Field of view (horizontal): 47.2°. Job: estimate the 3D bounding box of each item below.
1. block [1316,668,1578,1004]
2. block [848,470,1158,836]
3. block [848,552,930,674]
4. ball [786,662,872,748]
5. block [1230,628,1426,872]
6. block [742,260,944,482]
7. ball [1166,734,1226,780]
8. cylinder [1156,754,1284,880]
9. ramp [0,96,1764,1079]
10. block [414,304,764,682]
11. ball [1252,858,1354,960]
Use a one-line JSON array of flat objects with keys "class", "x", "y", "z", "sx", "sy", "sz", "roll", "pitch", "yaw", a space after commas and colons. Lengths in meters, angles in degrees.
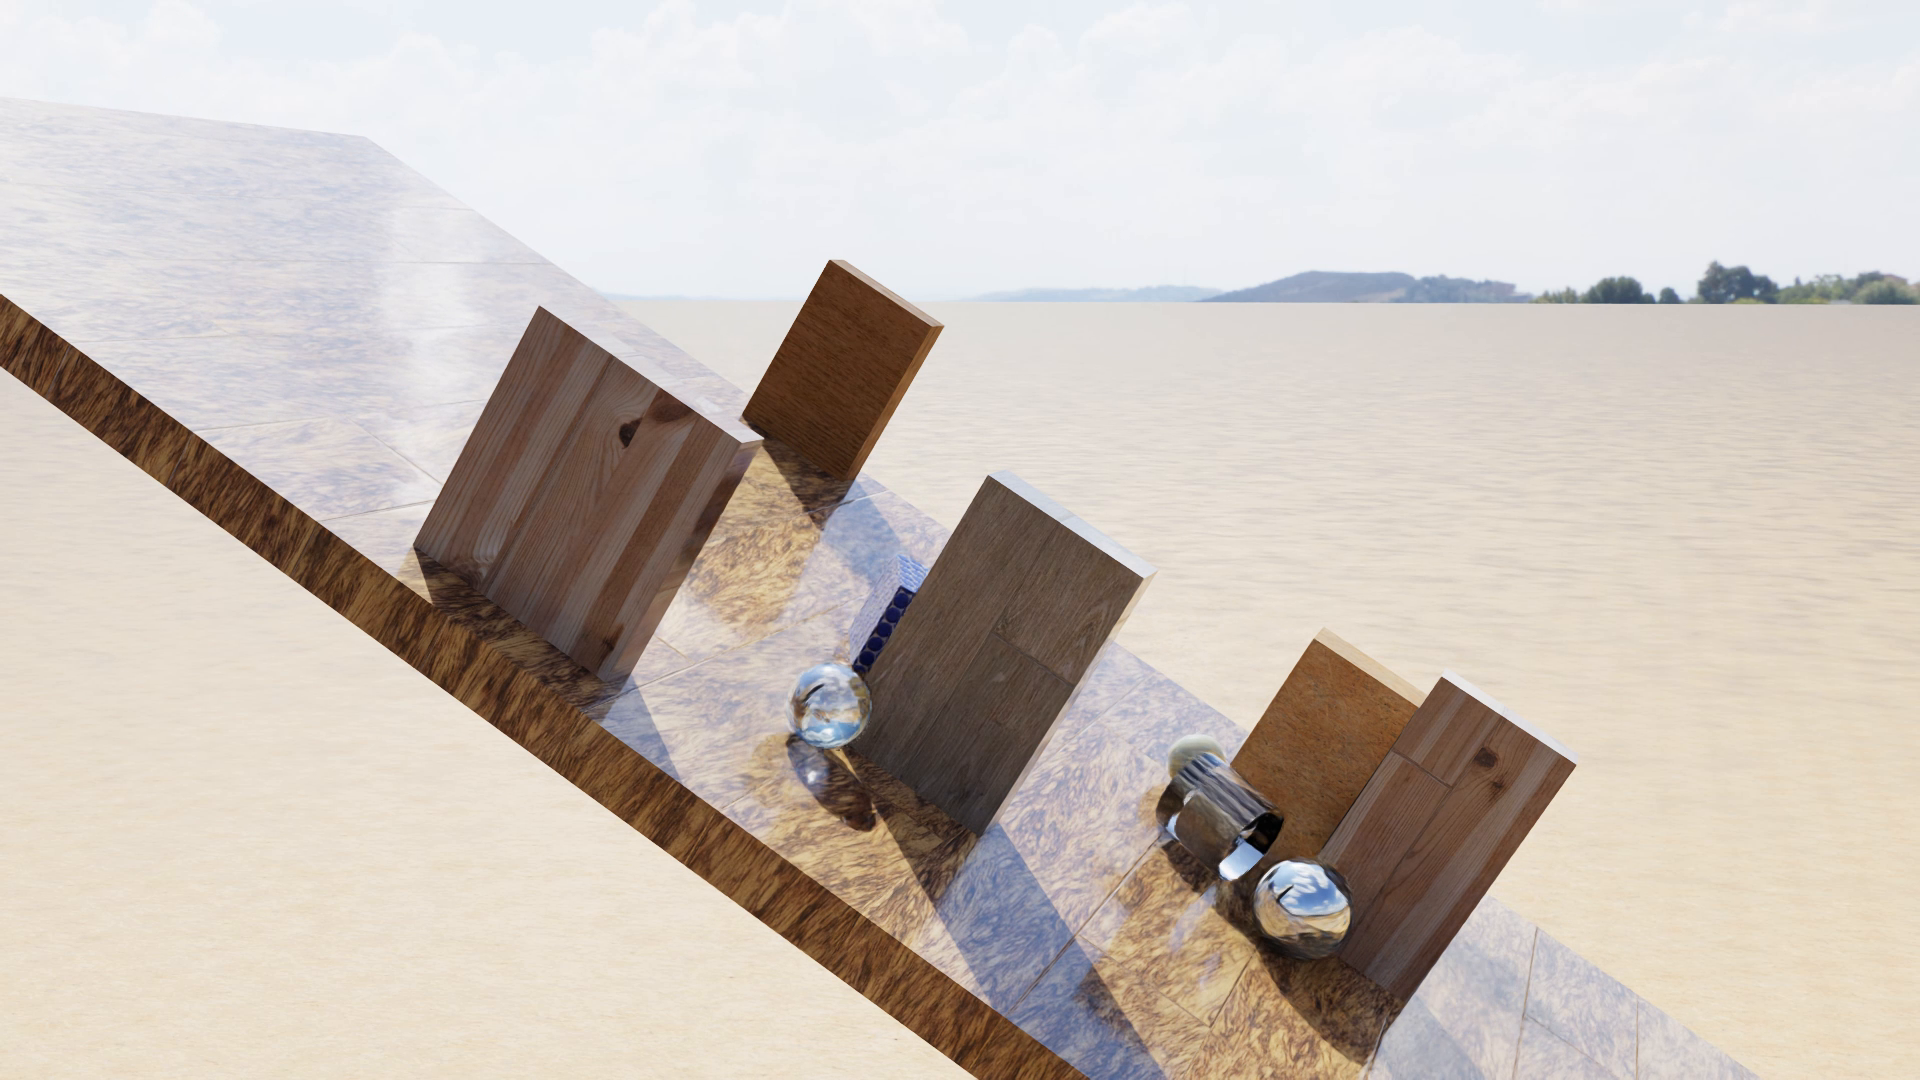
[{"class": "block", "x": 0.835, "y": 0.529, "z": 3.937, "sx": 0.274, "sy": 0.534, "sz": 0.090, "roll": 34, "pitch": 15, "yaw": 11}, {"class": "block", "x": 0.054, "y": 0.183, "z": 3.577, "sx": 0.299, "sy": 0.510, "sz": 0.107, "roll": 34, "pitch": 15, "yaw": 11}, {"class": "block", "x": -0.081, "y": 0.164, "z": 4.026, "sx": 0.178, "sy": 0.178, "sz": 0.178, "roll": 28, "pitch": 15, "yaw": -13}, {"class": "ball", "x": -0.210, "y": 0.265, "z": 3.520, "sx": 0.137, "sy": 0.137, "sz": 0.137, "roll": 0, "pitch": 7, "yaw": 0}, {"class": "block", "x": 0.675, "y": 0.422, "z": 4.181, "sx": 0.257, "sy": 0.428, "sz": 0.138, "roll": 34, "pitch": 15, "yaw": 11}, {"class": "block", "x": -0.266, "y": -0.384, "z": 4.984, "sx": 0.283, "sy": 0.412, "sz": 0.095, "roll": 34, "pitch": 15, "yaw": 11}, {"class": "ball", "x": 0.465, "y": 0.438, "z": 4.315, "sx": 0.117, "sy": 0.117, "sz": 0.117, "roll": 0, "pitch": 7, "yaw": 0}, {"class": "cylinder", "x": 0.475, "y": 0.507, "z": 4.028, "sx": 0.165, "sy": 0.165, "sz": 0.165, "roll": -7, "pitch": 39, "yaw": -47}, {"class": "ramp", "x": -0.157, "y": 0.259, "z": 4.114, "sx": 4.000, "sy": 0.100, "sz": 2.000, "roll": 34, "pitch": 15, "yaw": 11}, {"class": "block", "x": -0.568, "y": -0.072, "z": 3.338, "sx": 0.380, "sy": 0.432, "sz": 0.087, "roll": 34, "pitch": 15, "yaw": 11}, {"class": "ball", "x": 0.595, "y": 0.639, "z": 3.813, "sx": 0.176, "sy": 0.176, "sz": 0.176, "roll": 0, "pitch": 7, "yaw": 0}]
